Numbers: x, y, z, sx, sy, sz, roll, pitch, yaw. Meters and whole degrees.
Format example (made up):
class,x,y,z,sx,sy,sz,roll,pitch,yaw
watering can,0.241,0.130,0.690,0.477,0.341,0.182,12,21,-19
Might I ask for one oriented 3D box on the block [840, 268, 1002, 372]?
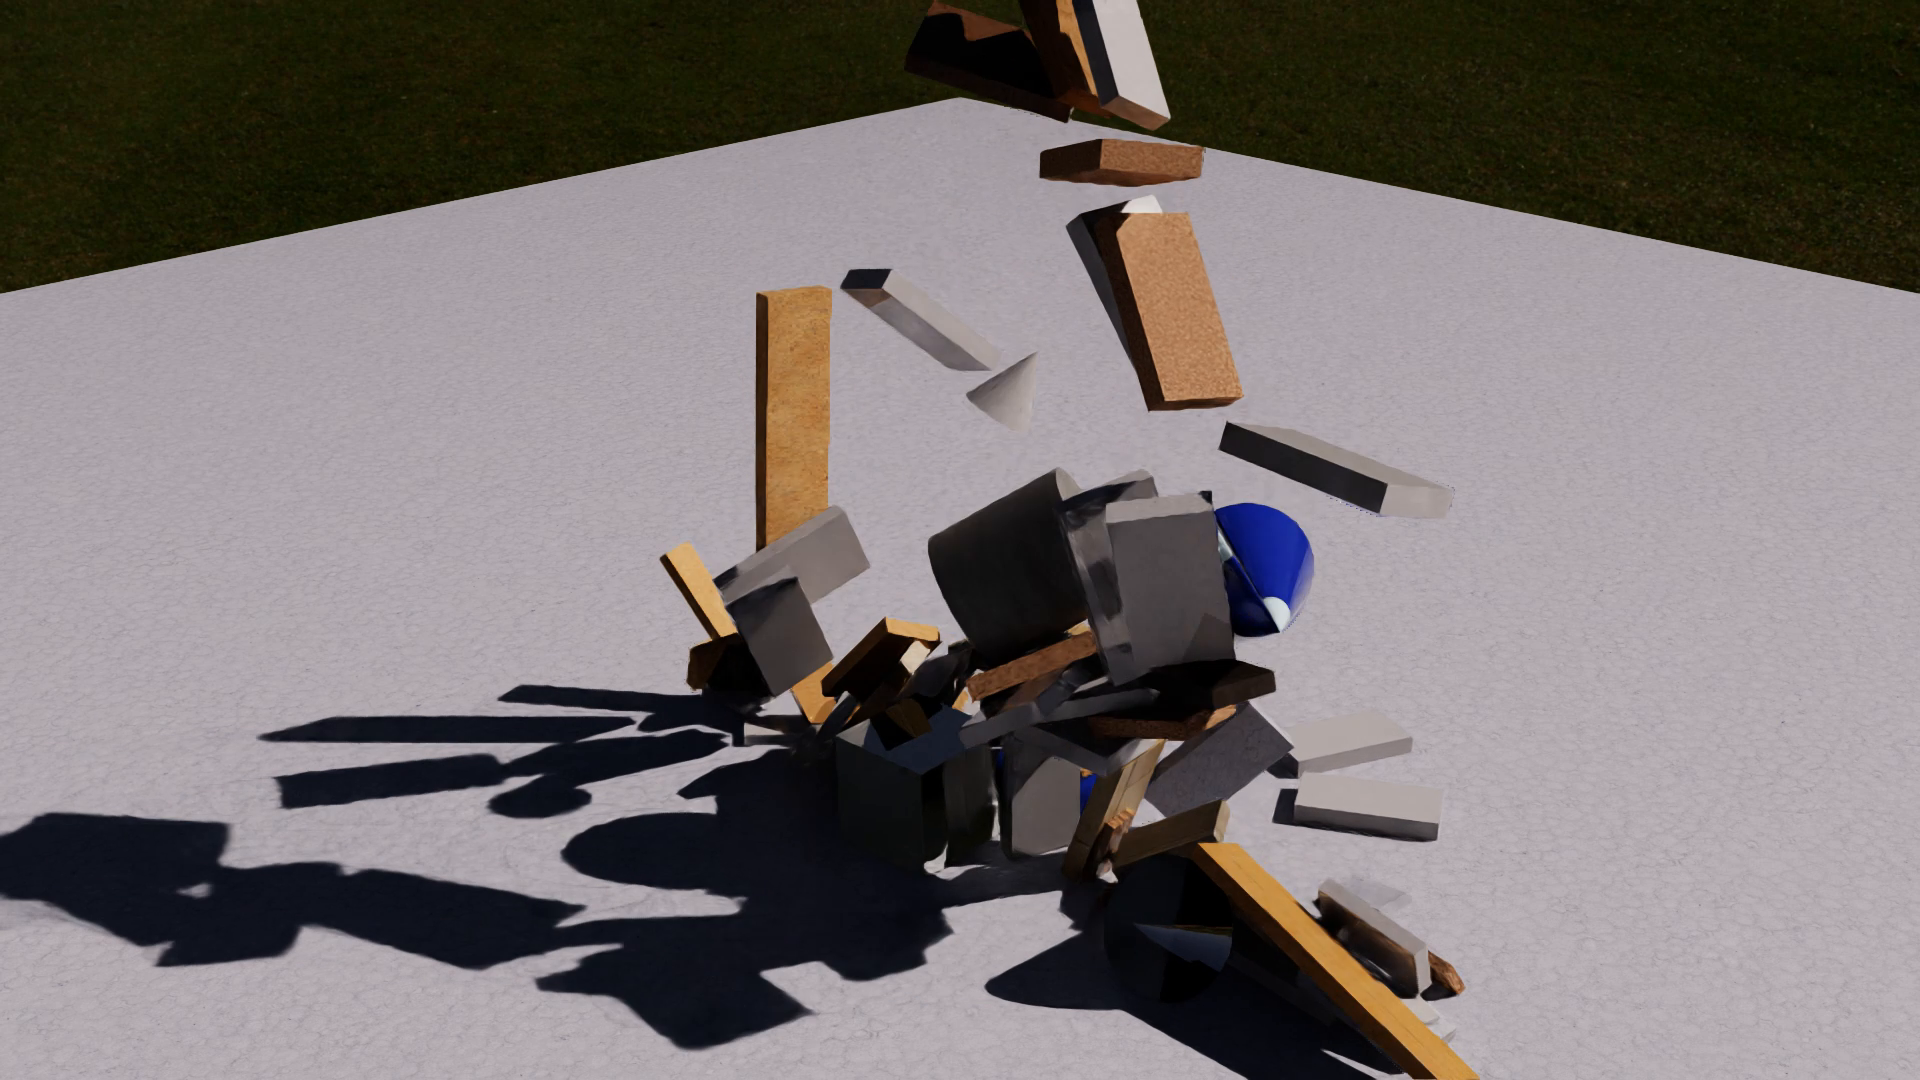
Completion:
class,x,y,z,sx,sy,sz,roll,pitch,yaw
block,-0.074,-0.426,4.271,0.303,0.043,0.152,34,-14,-32

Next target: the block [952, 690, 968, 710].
class,x,y,z,sx,sy,sz,roll,pitch,yaw
block,-0.134,0.352,4.779,0.281,0.040,0.140,15,63,32

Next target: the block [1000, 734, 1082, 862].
class,x,y,z,sx,sy,sz,roll,pitch,yaw
block,0.157,0.470,4.254,0.151,0.301,0.043,-14,32,-23

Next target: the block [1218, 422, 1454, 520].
class,x,y,z,sx,sy,sz,roll,pitch,yaw
block,0.610,-0.115,3.591,0.174,0.049,0.348,3,16,-43

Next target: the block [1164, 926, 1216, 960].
class,x,y,z,sx,sy,sz,roll,pitch,yaw
block,0.438,0.726,4.027,0.058,0.017,0.117,-19,29,-37

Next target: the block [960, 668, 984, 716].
class,x,y,z,sx,sy,sz,roll,pitch,yaw
block,0.025,0.362,4.856,0.140,0.040,0.281,16,28,33

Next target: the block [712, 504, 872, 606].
class,x,y,z,sx,sy,sz,roll,pitch,yaw
block,-0.346,0.069,4.545,0.304,0.152,0.043,-32,35,-13

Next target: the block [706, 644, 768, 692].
class,x,y,z,sx,sy,sz,roll,pitch,yaw
block,-0.425,0.268,4.635,0.207,0.103,0.029,1,40,-45

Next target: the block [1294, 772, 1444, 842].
class,x,y,z,sx,sy,sz,roll,pitch,yaw
block,0.826,0.537,4.444,0.284,0.040,0.142,6,24,14

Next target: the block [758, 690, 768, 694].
class,x,y,z,sx,sy,sz,roll,pitch,yaw
block,-0.417,0.244,4.797,0.025,0.175,0.088,20,46,21

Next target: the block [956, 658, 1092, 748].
class,x,y,z,sx,sy,sz,roll,pitch,yaw
block,0.112,0.296,3.955,0.133,0.038,0.266,-39,6,-35

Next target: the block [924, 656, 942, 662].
class,x,y,z,sx,sy,sz,roll,pitch,yaw
block,-0.064,0.330,4.674,0.109,0.031,0.218,-5,37,35

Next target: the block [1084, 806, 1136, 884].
class,x,y,z,sx,sy,sz,roll,pitch,yaw
block,0.285,0.583,4.198,0.021,0.148,0.074,35,37,23

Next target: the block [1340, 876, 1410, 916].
class,x,y,z,sx,sy,sz,roll,pitch,yaw
block,0.759,0.666,4.098,0.075,0.021,0.149,-22,15,-27

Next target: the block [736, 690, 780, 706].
class,x,y,z,sx,sy,sz,roll,pitch,yaw
block,-0.465,0.321,4.874,0.131,0.018,0.065,29,32,33

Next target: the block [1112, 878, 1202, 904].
class,x,y,z,sx,sy,sz,roll,pitch,yaw
block,0.363,0.647,4.051,0.148,0.021,0.074,-5,12,24

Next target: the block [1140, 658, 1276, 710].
class,x,y,z,sx,sy,sz,roll,pitch,yaw
block,0.433,0.243,3.875,0.128,0.036,0.256,-14,12,-23

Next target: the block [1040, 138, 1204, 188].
class,x,y,z,sx,sy,sz,roll,pitch,yaw
block,0.264,-0.628,3.674,0.171,0.048,0.342,2,6,-15

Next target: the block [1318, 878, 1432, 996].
class,x,y,z,sx,sy,sz,roll,pitch,yaw
block,0.713,0.682,3.790,0.031,0.110,0.220,-36,45,-22

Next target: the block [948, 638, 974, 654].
class,x,y,z,sx,sy,sz,roll,pitch,yaw
block,0.093,0.236,4.594,0.111,0.031,0.222,-23,23,-40

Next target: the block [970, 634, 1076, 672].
class,x,y,z,sx,sy,sz,roll,pitch,yaw
block,0.188,0.239,4.361,0.307,0.043,0.153,17,32,10

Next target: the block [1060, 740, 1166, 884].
class,x,y,z,sx,sy,sz,roll,pitch,yaw
block,0.291,0.504,4.187,0.043,0.301,0.151,35,38,23

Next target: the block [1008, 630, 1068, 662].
class,x,y,z,sx,sy,sz,roll,pitch,yaw
block,0.137,0.141,4.381,0.129,0.036,0.257,-14,32,2

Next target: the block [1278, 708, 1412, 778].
class,x,y,z,sx,sy,sz,roll,pitch,yaw
block,0.806,0.432,4.691,0.281,0.040,0.140,-9,25,-21

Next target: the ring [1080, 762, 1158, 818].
class,x,y,z,sx,sy,sz,roll,pitch,yaw
ring,0.218,0.454,4.531,0.384,0.128,0.384,0,24,0

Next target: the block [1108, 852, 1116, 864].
class,x,y,z,sx,sy,sz,roll,pitch,yaw
block,0.331,0.637,4.161,0.059,0.017,0.117,-17,50,-11

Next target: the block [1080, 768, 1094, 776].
class,x,y,z,sx,sy,sz,roll,pitch,yaw
block,0.207,0.388,4.474,0.142,0.040,0.284,-19,30,-36

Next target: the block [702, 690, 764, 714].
class,x,y,z,sx,sy,sz,roll,pitch,yaw
block,-0.505,0.350,4.911,0.130,0.018,0.065,18,29,36

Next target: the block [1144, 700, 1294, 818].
class,x,y,z,sx,sy,sz,roll,pitch,yaw
block,0.502,0.442,4.335,0.284,0.142,0.040,-40,26,14

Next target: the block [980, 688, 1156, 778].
class,x,y,z,sx,sy,sz,roll,pitch,yaw
block,0.201,0.343,4.121,0.301,0.043,0.151,21,34,37

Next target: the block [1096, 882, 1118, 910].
class,x,y,z,sx,sy,sz,roll,pitch,yaw
block,0.317,0.684,4.088,0.117,0.017,0.059,28,38,25

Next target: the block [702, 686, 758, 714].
class,x,y,z,sx,sy,sz,roll,pitch,yaw
block,-0.509,0.337,4.870,0.130,0.018,0.065,28,33,31

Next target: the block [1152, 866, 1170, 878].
class,x,y,z,sx,sy,sz,roll,pitch,yaw
block,0.364,0.640,4.226,0.074,0.021,0.148,-1,23,-1

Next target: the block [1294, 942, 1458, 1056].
class,x,y,z,sx,sy,sz,roll,pitch,yaw
block,0.712,0.797,3.768,0.125,0.035,0.250,-20,43,-41
